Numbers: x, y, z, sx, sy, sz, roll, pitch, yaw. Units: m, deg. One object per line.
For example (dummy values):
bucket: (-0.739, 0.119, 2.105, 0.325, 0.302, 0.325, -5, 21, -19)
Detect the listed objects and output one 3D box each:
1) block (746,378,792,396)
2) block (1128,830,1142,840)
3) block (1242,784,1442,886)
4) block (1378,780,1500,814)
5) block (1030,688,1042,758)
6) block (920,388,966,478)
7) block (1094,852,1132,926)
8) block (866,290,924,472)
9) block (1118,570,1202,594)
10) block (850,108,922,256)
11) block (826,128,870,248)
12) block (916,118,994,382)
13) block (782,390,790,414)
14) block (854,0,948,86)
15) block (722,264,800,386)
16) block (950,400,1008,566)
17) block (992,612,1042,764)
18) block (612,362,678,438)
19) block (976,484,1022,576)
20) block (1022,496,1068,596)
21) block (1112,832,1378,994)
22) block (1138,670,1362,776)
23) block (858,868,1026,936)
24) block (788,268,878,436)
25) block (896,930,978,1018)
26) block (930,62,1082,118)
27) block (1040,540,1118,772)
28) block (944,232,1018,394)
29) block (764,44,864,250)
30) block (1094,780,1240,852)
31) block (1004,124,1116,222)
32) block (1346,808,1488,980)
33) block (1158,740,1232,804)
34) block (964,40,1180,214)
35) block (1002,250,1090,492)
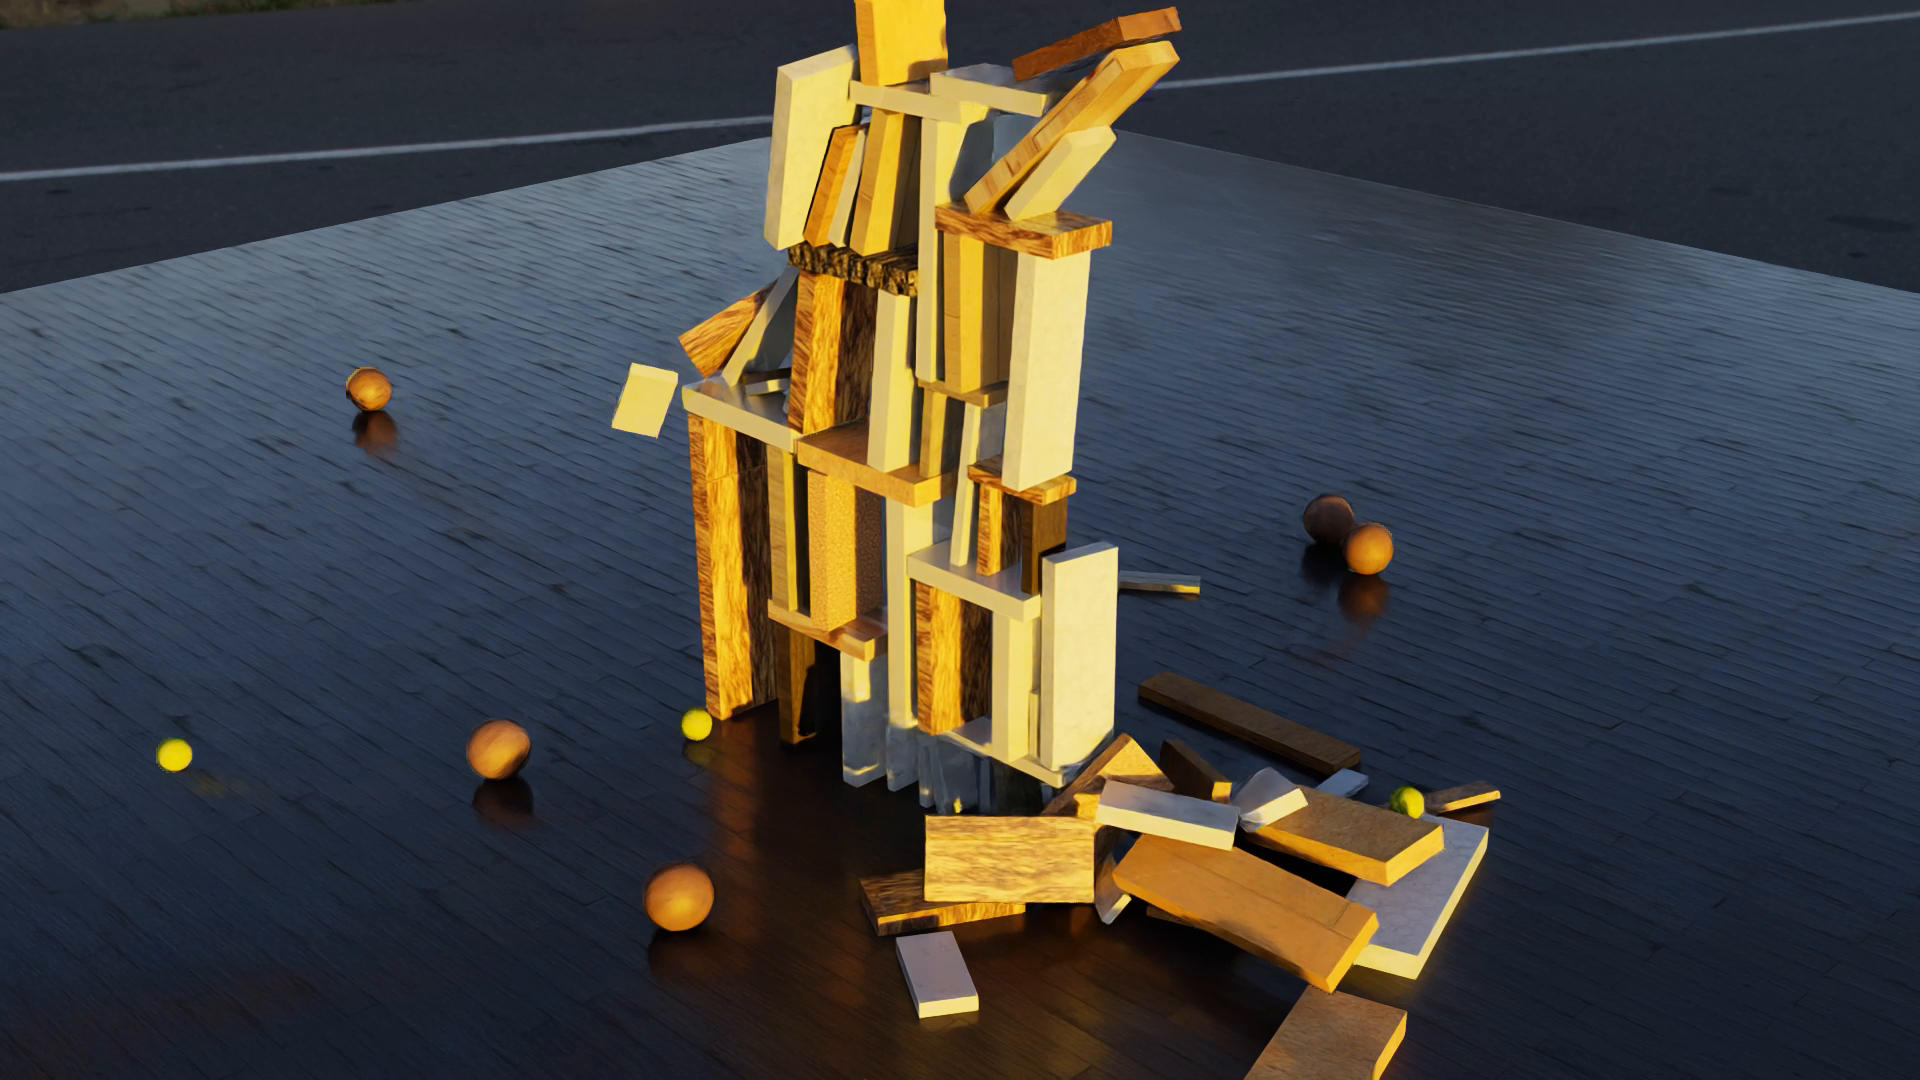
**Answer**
block: (-0.379, -0.314, 4.488, 0.076, 0.021, 0.151, -10, 4, -23)
block: (0.455, 0.606, 4.187, 0.155, 0.044, 0.310, 19, 8, -39)
block: (0.737, 0.568, 4.261, 0.175, 0.049, 0.349, -24, 24, -38)
block: (0.884, 0.548, 4.431, 0.446, 0.017, 0.061, -10, 18, -21)
block: (0.166, 0.345, 4.202, 0.067, 0.134, 0.019, -15, 25, -31)
block: (-0.032, -0.213, 4.169, 0.089, 0.177, 0.025, -21, 36, -41)
block: (0.274, 0.647, 4.153, 0.019, 0.067, 0.192, 34, 13, -21)
block: (-0.088, -0.319, 4.184, 0.169, 0.360, 0.048, -21, 37, -40)
block: (0.447, 0.101, 5.498, 0.306, 0.019, 0.067, 4, 23, 9)
block: (-0.118, -0.673, 4.071, 0.142, 0.283, 0.040, -21, 46, -40)
block: (-0.164, -0.666, 4.123, 0.121, 0.242, 0.034, -21, 55, -40)
block: (-0.010, -0.538, 4.015, 0.142, 0.489, 0.040, -21, 33, -40)
block: (-0.301, -0.319, 4.410, 0.076, 0.151, 0.021, -20, 57, -39)
block: (-0.109, -0.990, 3.919, 0.168, 0.336, 0.048, -20, 24, -38)
block: (-0.346, -0.474, 4.474, 0.121, 0.456, 0.034, -20, 69, -40)
block: (0.035, -0.115, 4.138, 0.025, 0.336, 0.089, 28, 35, 35)
block: (0.131, 0.259, 4.189, 0.152, 0.304, 0.043, -21, 31, -40)
block: (-0.657, -0.290, 4.579, 0.098, 0.196, 0.028, 12, 54, -14)
block: (0.076, -0.032, 4.136, 0.026, 0.185, 0.093, 23, 32, 38)
block: (0.156, 0.000, 4.061, 0.026, 0.185, 0.093, 22, 31, 40)
block: (0.506, 0.644, 3.950, 0.474, 0.044, 0.155, 22, 59, 38)
block: (0.625, 0.395, 4.794, 0.534, 0.028, 0.098, 21, 31, 40)
block: (-0.034, 0.668, 4.135, 0.284, 0.040, 0.142, -7, 24, -15)
block: (-0.247, -0.386, 4.329, 0.169, 0.338, 0.048, -20, 39, -39)
block: (-0.043, 0.770, 3.908, 0.105, 0.030, 0.210, -5, 24, -12)
block: (0.091, -0.779, 3.801, 0.134, 0.038, 0.268, -21, 30, -40)
block: (0.222, 0.219, 4.123, 0.142, 0.427, 0.040, -15, 27, -30)
block: (0.039, -0.427, 4.004, 0.147, 0.294, 0.042, -21, 30, -40)
block: (-0.270, -0.726, 4.085, 0.168, 0.383, 0.048, -25, 55, -30)
block: (0.384, 0.507, 4.058, 0.253, 0.036, 0.126, 11, 17, 9)
block: (0.171, -0.628, 3.770, 0.105, 0.210, 0.030, -20, 74, -39)
block: (0.846, 0.658, 4.147, 0.175, 0.049, 0.499, 11, 25, 24)
block: (0.454, 0.494, 4.328, 0.036, 0.126, 0.253, 6, 12, -19)
block: (0.182, -0.694, 3.724, 0.134, 0.038, 0.461, -20, -11, -39)
block: (0.153, -0.313, 3.925, 0.042, 0.443, 0.147, 25, 33, 36)
